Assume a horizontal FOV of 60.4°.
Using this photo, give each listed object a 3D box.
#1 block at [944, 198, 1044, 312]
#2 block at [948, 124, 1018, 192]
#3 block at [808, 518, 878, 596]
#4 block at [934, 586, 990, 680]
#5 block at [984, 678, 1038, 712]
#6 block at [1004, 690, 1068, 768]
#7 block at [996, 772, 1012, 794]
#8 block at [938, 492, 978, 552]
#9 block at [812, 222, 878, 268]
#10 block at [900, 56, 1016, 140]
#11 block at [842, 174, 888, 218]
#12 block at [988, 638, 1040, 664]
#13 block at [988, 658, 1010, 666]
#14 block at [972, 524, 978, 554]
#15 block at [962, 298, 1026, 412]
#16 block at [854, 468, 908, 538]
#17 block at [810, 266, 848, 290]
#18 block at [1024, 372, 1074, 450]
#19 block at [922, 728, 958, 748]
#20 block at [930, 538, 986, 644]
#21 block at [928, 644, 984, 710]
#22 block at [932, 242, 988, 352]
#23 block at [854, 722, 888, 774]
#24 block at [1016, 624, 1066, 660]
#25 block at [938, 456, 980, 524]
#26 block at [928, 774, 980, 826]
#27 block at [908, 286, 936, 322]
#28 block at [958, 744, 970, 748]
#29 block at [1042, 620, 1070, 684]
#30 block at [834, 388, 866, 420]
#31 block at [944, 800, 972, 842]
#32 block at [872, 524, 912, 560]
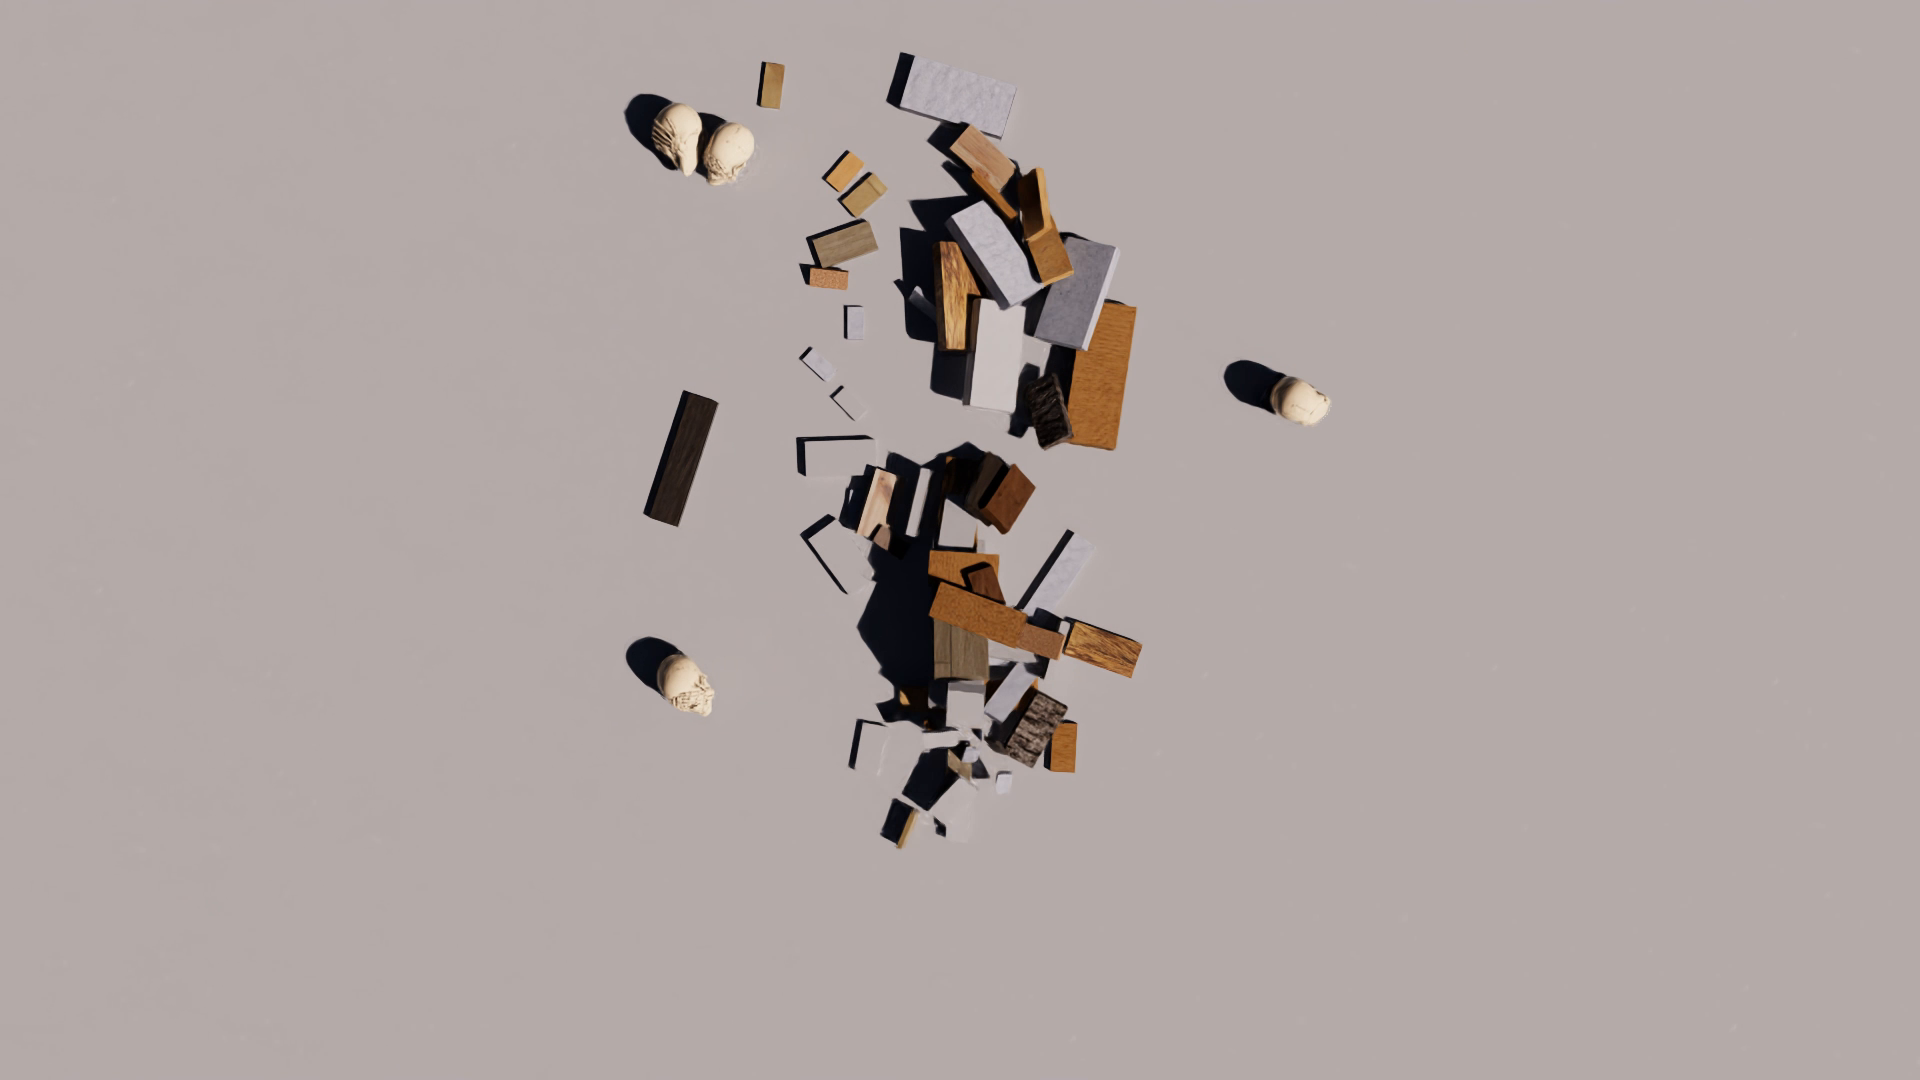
[{"bbox_3d":[0.115,-0.939,5.428,0.175,0.050,0.350,-34,90,-36],"label":"block"},{"bbox_3d":[0.079,-1.263,5.458,0.214,0.030,0.107,40,94,-13],"label":"block"},{"bbox_3d":[-0.388,0.058,5.483,0.117,0.033,0.234,-36,90,0],"label":"block"},{"bbox_3d":[0.003,0.278,5.321,0.174,0.049,0.347,-1,69,-1],"label":"block"},{"bbox_3d":[0.155,0.514,5.461,0.208,0.029,0.104,0,86,-12],"label":"block"},{"bbox_3d":[0.246,0.626,5.454,0.118,0.033,0.236,28,100,-11],"label":"block"},{"bbox_3d":[0.143,0.794,5.400,0.048,0.014,0.096,0,132,-5],"label":"block"},{"bbox_3d":[-0.005,-0.035,5.387,0.113,0.032,0.226,8,80,3],"label":"block"},{"bbox_3d":[-0.380,-0.981,5.486,0.197,0.028,0.099,-19,90,0],"label":"block"},{"bbox_3d":[-0.005,-1.468,5.475,0.352,0.050,0.176,17,90,0],"label":"block"},{"bbox_3d":[-0.316,-1.146,5.490,0.142,0.020,0.071,-42,90,0],"label":"block"},{"bbox_3d":[0.161,0.345,5.460,0.208,0.029,0.104,8,70,-4],"label":"block"},{"bbox_3d":[0.086,0.375,5.489,0.158,0.022,0.079,4,90,0],"label":"block"},{"bbox_3d":[0.000,-0.007,5.438,0.113,0.032,0.226,0,66,0],"label":"block"},{"bbox_3d":[0.112,-0.606,5.433,0.175,0.050,0.350,6,90,-32],"label":"block"},{"bbox_3d":[-0.263,-0.114,5.466,0.113,0.032,0.225,17,90,-20],"label":"block"},{"bbox_3d":[-0.435,-0.869,5.478,0.125,0.018,0.063,6,117,0],"label":"block"},{"bbox_3d":[0.291,-0.423,5.423,0.114,0.032,0.229,-24,68,28],"label":"block"},{"bbox_3d":[-0.064,0.644,5.360,0.116,0.016,0.058,-5,117,3],"label":"block"},{"bbox_3d":[-0.007,0.168,5.416,0.174,0.049,0.347,1,69,0],"label":"block"},{"bbox_3d":[-0.003,0.380,5.402,0.174,0.049,0.347,0,69,9],"label":"block"},{"bbox_3d":[0.006,-0.800,5.431,0.175,0.050,0.350,-3,90,-33],"label":"block"},{"bbox_3d":[-0.297,0.693,5.488,0.081,0.023,0.163,10,90,0],"label":"block"},{"bbox_3d":[0.255,0.329,5.403,0.170,0.024,0.085,17,90,20],"label":"block"},{"bbox_3d":[-0.003,-0.158,5.452,0.113,0.032,0.226,8,75,3],"label":"block"},{"bbox_3d":[-0.022,0.853,5.412,0.082,0.023,0.165,39,104,-12],"label":"block"},{"bbox_3d":[-0.101,-0.775,5.464,0.142,0.071,0.020,38,61,0],"label":"block"},{"bbox_3d":[0.012,0.603,5.466,0.082,0.023,0.165,20,74,0],"label":"block"},{"bbox_3d":[0.317,0.368,5.448,0.029,0.104,0.208,17,90,0],"label":"block"},{"bbox_3d":[-0.365,-0.452,5.492,0.054,0.015,0.108,-44,90,0],"label":"block"},{"bbox_3d":[-0.007,0.926,5.460,0.075,0.021,0.149,5,107,-1],"label":"block"},{"bbox_3d":[-0.229,0.008,5.465,0.123,0.017,0.062,35,83,-23],"label":"block"}]
